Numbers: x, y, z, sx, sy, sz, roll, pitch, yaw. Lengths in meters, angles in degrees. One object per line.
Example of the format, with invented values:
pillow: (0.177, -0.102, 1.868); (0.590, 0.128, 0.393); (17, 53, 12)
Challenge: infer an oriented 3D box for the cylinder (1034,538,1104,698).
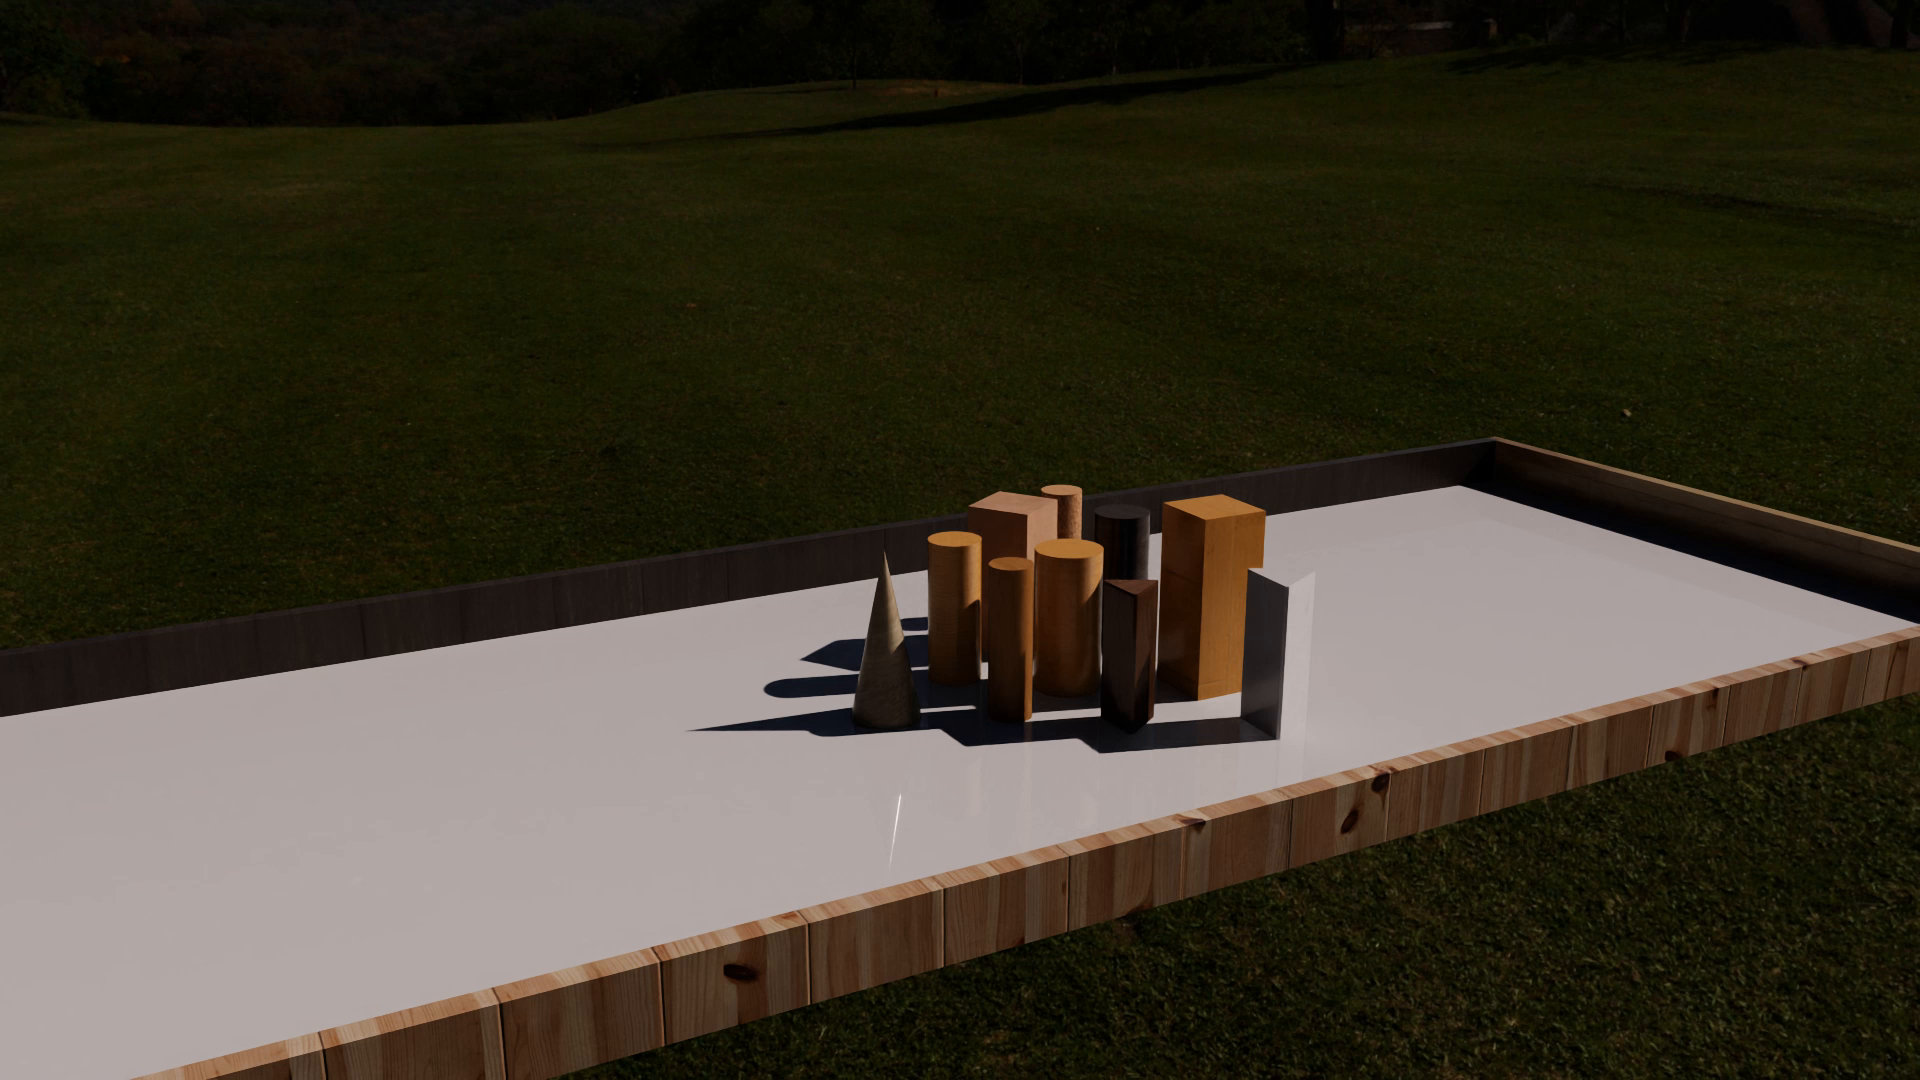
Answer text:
cylinder: (0.266, 0.192, 4.067); (0.169, 0.358, 0.169); (0, 16, 0)

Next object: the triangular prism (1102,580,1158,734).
triangular prism: (0.382, 0.264, 3.852); (0.107, 0.341, 0.124); (9, 19, 29)

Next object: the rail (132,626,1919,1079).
rail: (-2.336, 1.006, 1.665); (12.000, 0.150, 0.050); (-9, 18, -27)

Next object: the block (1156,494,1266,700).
block: (0.617, 0.139, 4.070); (0.177, 0.458, 0.177); (-8, 18, -26)

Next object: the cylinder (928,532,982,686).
cylinder: (-0.013, 0.172, 4.124); (0.134, 0.364, 0.134); (0, 16, 0)

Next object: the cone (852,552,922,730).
cone: (-0.175, 0.219, 3.867); (0.169, 0.418, 0.169); (0, 16, 0)

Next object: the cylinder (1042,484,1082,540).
cylinder: (0.279, 0.037, 4.584); (0.113, 0.364, 0.113); (0, 16, 0)

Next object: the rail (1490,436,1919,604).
rail: (2.466, -0.048, 5.253); (0.050, 0.150, 2.100); (-9, 18, -27)

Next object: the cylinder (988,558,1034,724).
cylinder: (0.119, 0.236, 3.882); (0.106, 0.378, 0.106); (0, 16, 0)

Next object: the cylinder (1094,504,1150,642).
cylinder: (0.424, 0.101, 4.359); (0.146, 0.367, 0.146); (0, 16, 0)

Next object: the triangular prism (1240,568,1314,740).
triangular prism: (0.721, 0.254, 3.835); (0.131, 0.370, 0.151); (11, 20, 33)

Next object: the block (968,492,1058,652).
block: (0.138, 0.091, 4.350); (0.173, 0.392, 0.173); (9, 19, 28)

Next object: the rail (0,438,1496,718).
rail: (-3.305, 0.497, 3.399); (12.000, 0.150, 0.050); (-9, 18, -27)
